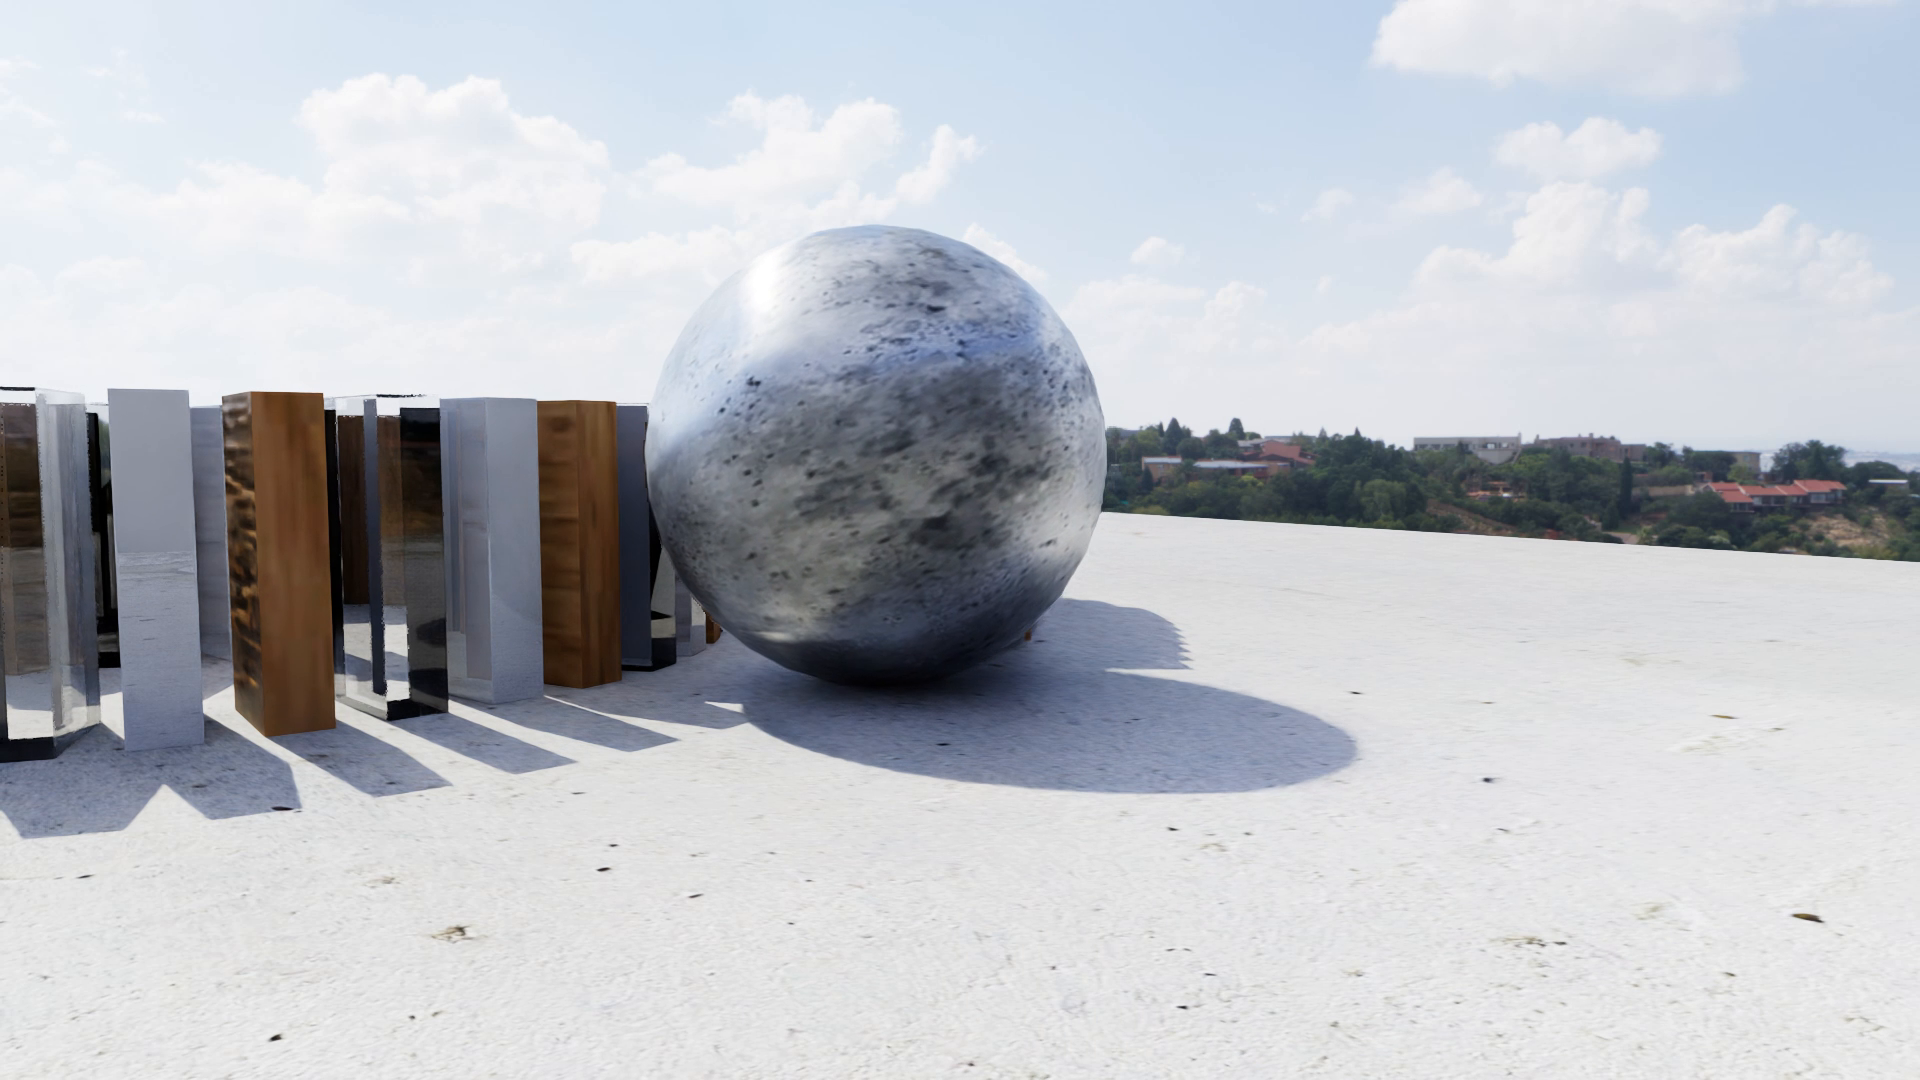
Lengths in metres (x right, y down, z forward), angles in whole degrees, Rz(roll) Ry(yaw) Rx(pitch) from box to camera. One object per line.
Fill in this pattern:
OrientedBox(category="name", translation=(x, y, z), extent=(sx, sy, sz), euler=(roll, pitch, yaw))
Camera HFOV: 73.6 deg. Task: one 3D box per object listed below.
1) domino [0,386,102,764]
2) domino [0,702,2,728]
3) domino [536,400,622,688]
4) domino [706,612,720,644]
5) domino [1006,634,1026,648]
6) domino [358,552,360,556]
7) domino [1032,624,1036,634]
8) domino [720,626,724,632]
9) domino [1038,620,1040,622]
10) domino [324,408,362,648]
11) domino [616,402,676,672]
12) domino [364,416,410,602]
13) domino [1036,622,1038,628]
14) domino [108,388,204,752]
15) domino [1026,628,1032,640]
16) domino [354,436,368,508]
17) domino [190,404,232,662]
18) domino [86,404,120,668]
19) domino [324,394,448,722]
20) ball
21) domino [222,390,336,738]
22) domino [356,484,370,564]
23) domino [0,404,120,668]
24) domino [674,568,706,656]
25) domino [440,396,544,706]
OrientedBox(category="domino", translation=(-0.131, 0.004, 0.181), extent=(0.009, 0.050, 0.025), euler=(-2, 5, -21))
OrientedBox(category="domino", translation=(-0.146, 0.004, 0.177), extent=(0.009, 0.050, 0.025), euler=(-1, 4, -9))
OrientedBox(category="domino", translation=(-0.074, 0.000, 0.231), extent=(0.025, 0.050, 0.009), euler=(2, 5, 29))
OrientedBox(category="domino", translation=(-0.065, -0.003, 0.276), extent=(0.025, 0.050, 0.009), euler=(0, 4, -2))
OrientedBox(category="domino", translation=(0.001, -0.003, 0.270), extent=(0.025, 0.050, 0.010), euler=(0, -14, 2))
OrientedBox(category="domino", translation=(-0.216, -0.012, 0.419), extent=(0.009, 0.050, 0.025), euler=(-36, 15, -15))
OrientedBox(category="domino", translation=(0.004, -0.004, 0.289), extent=(0.025, 0.050, 0.009), euler=(0, -14, 2))
OrientedBox(category="domino", translation=(-0.067, -0.004, 0.291), extent=(0.025, 0.050, 0.009), euler=(-1, 4, -10))
OrientedBox(category="domino", translation=(0.007, -0.006, 0.309), extent=(0.025, 0.050, 0.009), euler=(0, -14, 2))
OrientedBox(category="domino", translation=(-0.142, -0.003, 0.274), extent=(0.025, 0.050, 0.010), euler=(2, 5, 26))
OrientedBox(category="domino", translation=(-0.068, -0.001, 0.246), extent=(0.025, 0.050, 0.010), euler=(1, 4, 15))
OrientedBox(category="domino", translation=(-0.157, -0.009, 0.356), extent=(0.009, 0.050, 0.025), euler=(-1, 4, -14))
OrientedBox(category="domino", translation=(0.006, -0.005, 0.299), extent=(0.025, 0.050, 0.010), euler=(0, -14, 2))
OrientedBox(category="domino", translation=(-0.118, 0.003, 0.188), extent=(0.009, 0.050, 0.025), euler=(-3, 5, -31))
OrientedBox(category="domino", translation=(0.003, -0.004, 0.280), extent=(0.025, 0.050, 0.010), euler=(0, -14, 2))
OrientedBox(category="domino", translation=(-0.190, -0.012, 0.429), extent=(0.010, 0.050, 0.025), euler=(-40, 11, -7))
OrientedBox(category="domino", translation=(-0.148, -0.002, 0.261), extent=(0.025, 0.050, 0.010), euler=(4, 6, 43))
OrientedBox(category="domino", translation=(-0.163, -0.002, 0.255), extent=(0.010, 0.050, 0.025), euler=(-1, 4, -12))
OrientedBox(category="domino", translation=(-0.093, 0.002, 0.207), extent=(0.009, 0.050, 0.025), euler=(-4, 6, -44))
OrientedBox(category="ball", translation=(-0.014, -0.014, 0.226), extent=(0.080, 0.080, 0.080), euler=(0, 4, 0))
OrientedBox(category="domino", translation=(-0.105, 0.003, 0.197), extent=(0.009, 0.050, 0.025), euler=(-3, 5, -38))
OrientedBox(category="domino", translation=(-0.203, -0.012, 0.424), extent=(0.010, 0.050, 0.025), euler=(-38, 13, -11))
OrientedBox(category="domino", translation=(-0.178, -0.002, 0.255), extent=(0.010, 0.050, 0.025), euler=(1, 4, 14))
OrientedBox(category="domino", translation=(-0.066, -0.002, 0.261), extent=(0.025, 0.050, 0.009), euler=(0, 4, 5))
OrientedBox(category="domino", translation=(-0.083, 0.001, 0.219), extent=(0.025, 0.050, 0.009), euler=(3, 5, 39))
